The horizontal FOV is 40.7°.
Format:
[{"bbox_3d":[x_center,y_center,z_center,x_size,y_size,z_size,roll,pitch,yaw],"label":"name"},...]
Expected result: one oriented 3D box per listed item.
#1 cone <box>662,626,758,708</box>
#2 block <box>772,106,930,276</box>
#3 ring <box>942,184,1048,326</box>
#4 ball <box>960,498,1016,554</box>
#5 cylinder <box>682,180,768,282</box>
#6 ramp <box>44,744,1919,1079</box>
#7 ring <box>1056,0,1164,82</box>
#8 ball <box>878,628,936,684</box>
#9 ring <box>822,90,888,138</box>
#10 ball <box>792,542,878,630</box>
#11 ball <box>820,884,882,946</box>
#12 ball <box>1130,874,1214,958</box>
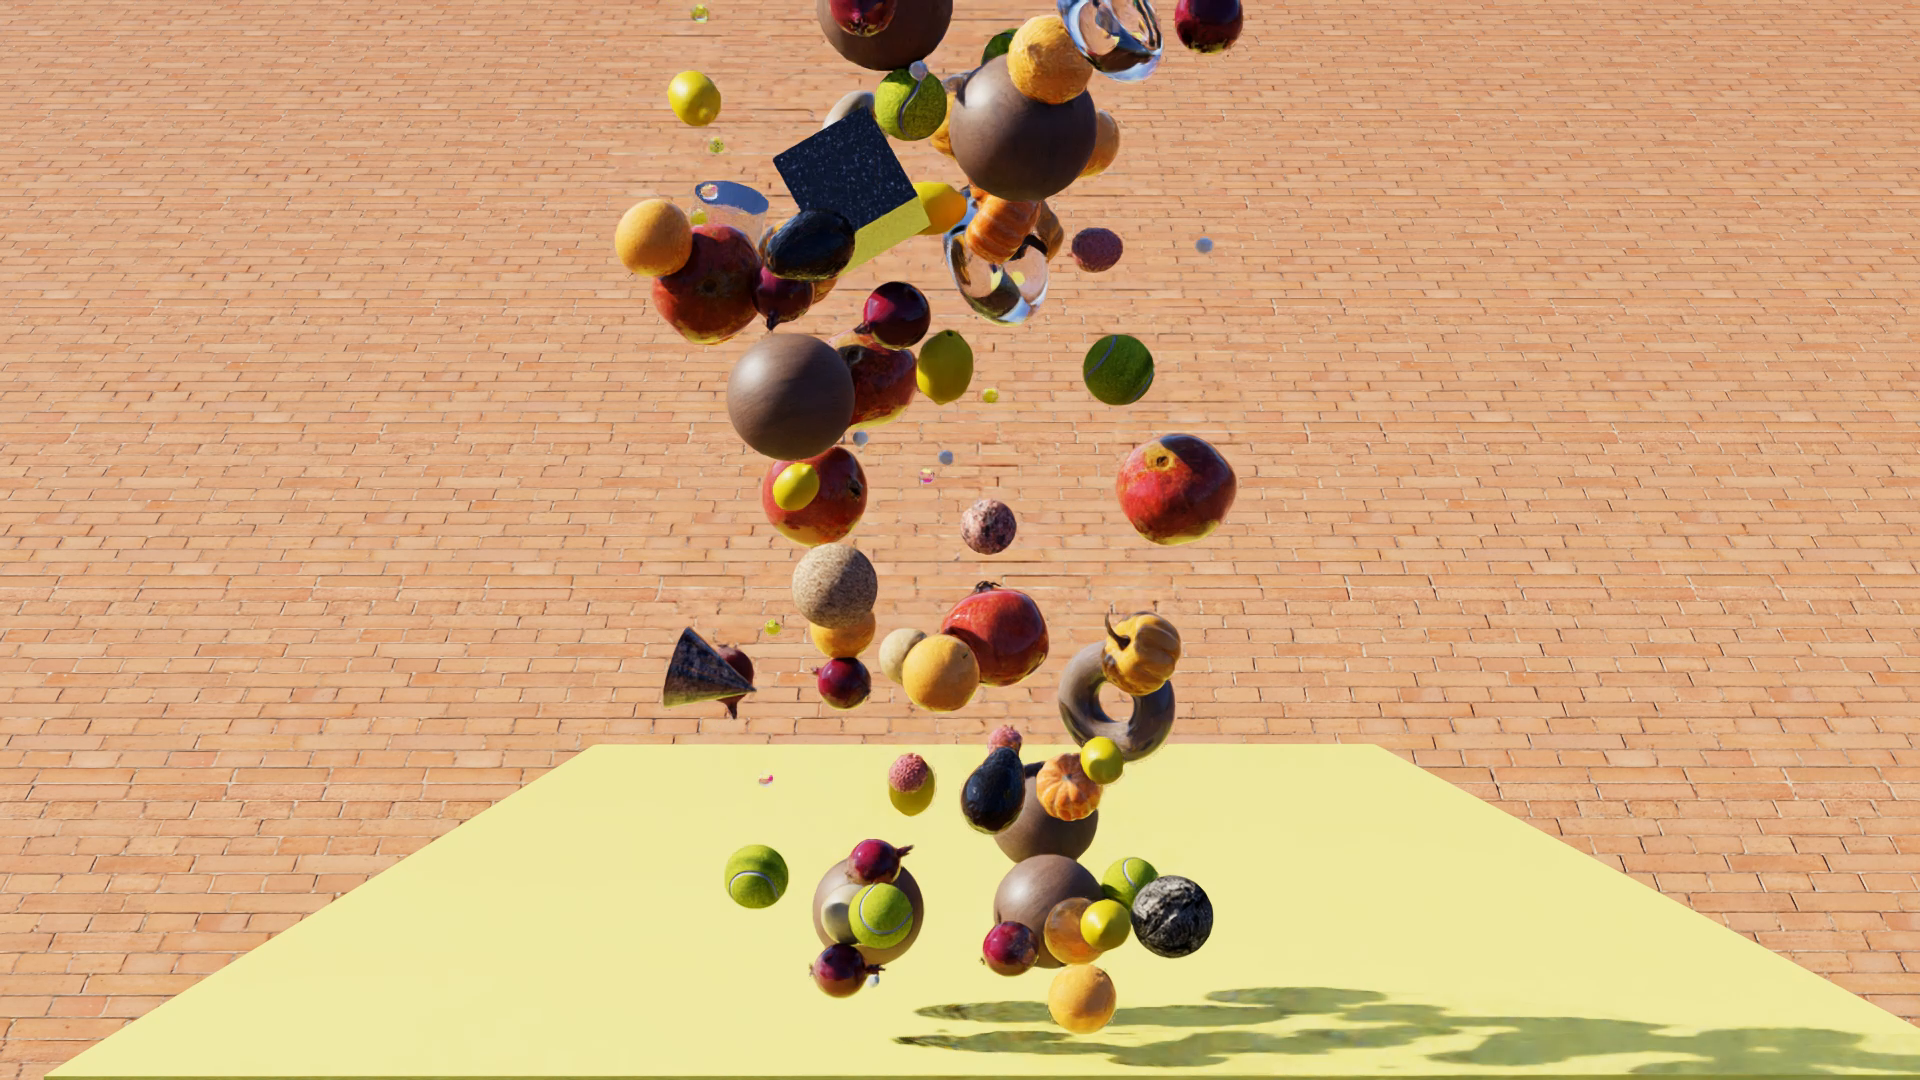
[{"bbox_3d":[-0.257,0.148,2.749,0.091,0.091,0.091,16,31,6],"label":"cone"},{"bbox_3d":[-0.093,-0.302,2.248,0.093,0.093,0.093,-29,-10,2],"label":"block"},{"bbox_3d":[0.034,-0.275,2.493,0.048,0.144,0.144,-18,18,31],"label":"ring"},{"bbox_3d":[0.026,-0.012,2.381,0.051,0.051,0.051,0,29,0],"label":"ball"},{"bbox_3d":[-0.241,-0.316,2.648,0.077,0.077,0.077,12,30,-7],"label":"cylinder"},{"bbox_3d":[0.065,0.585,4.633,2.000,0.100,4.000,0,0,0],"label":"ramp"},{"bbox_3d":[0.123,-0.429,2.121,0.040,0.119,0.119,-29,15,31],"label":"ring"},{"bbox_3d":[-0.061,0.133,2.969,0.066,0.066,0.066,0,29,0],"label":"ball"},{"bbox_3d":[-0.105,-0.388,2.532,0.036,0.107,0.107,22,35,20],"label":"ring"},{"bbox_3d":[-0.130,0.048,2.688,0.090,0.090,0.090,0,29,0],"label":"ball"},{"bbox_3d":[-0.118,0.409,2.826,0.068,0.068,0.068,0,29,0],"label":"ball"},{"bbox_3d":[0.230,0.408,2.799,0.089,0.089,0.089,0,29,0],"label":"ball"}]
